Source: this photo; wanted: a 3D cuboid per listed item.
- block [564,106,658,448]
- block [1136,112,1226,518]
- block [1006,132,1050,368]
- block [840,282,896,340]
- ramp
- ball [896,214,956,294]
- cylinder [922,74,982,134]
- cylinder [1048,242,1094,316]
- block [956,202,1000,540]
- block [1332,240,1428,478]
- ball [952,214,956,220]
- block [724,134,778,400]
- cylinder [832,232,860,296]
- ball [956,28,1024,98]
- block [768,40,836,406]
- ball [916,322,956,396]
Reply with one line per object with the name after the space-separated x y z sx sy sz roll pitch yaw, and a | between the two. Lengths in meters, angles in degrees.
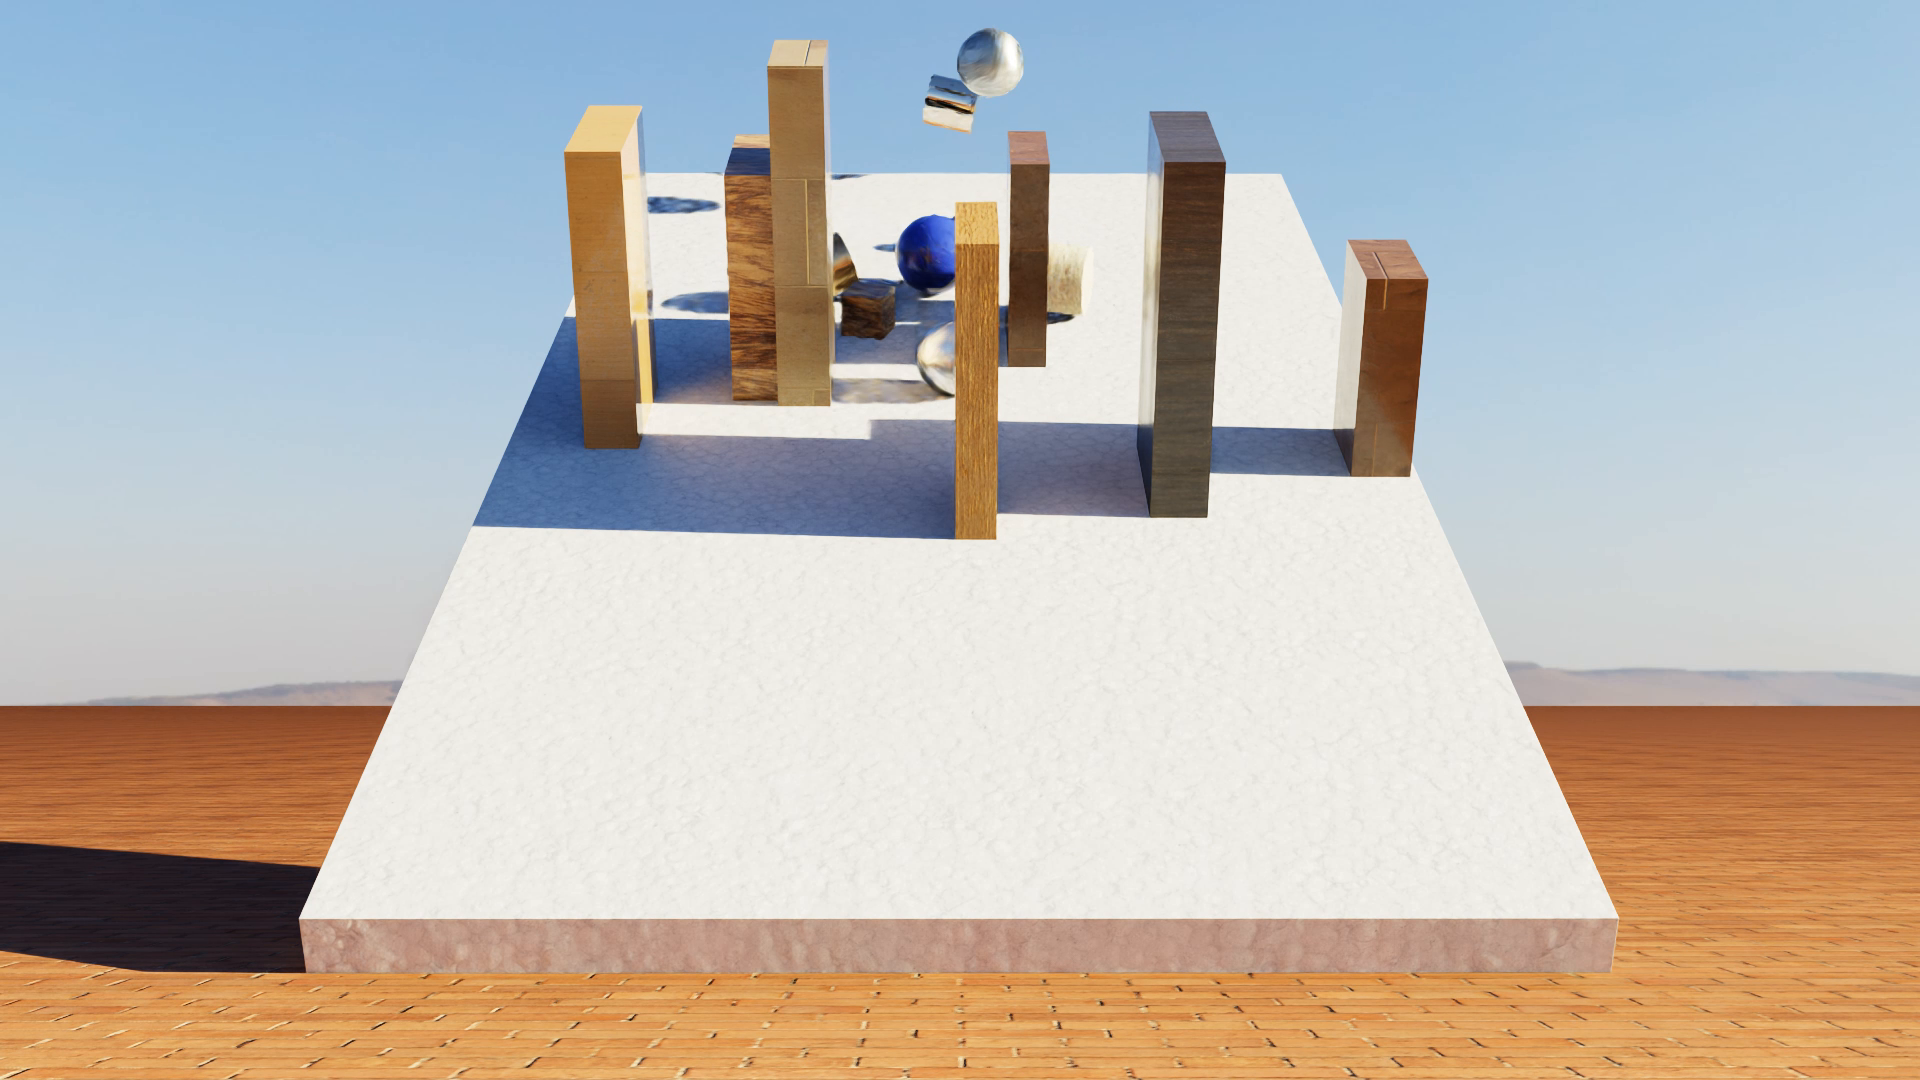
-0.773 -0.589 5.230 0.119 0.676 0.377 0 25 0 | block
0.455 -0.471 4.886 0.120 0.761 0.382 0 25 0 | block
0.162 -0.707 5.690 0.092 0.505 0.290 0 25 0 | block
-0.230 -0.575 5.876 0.107 0.107 0.107 7 26 15 | block
-0.009 -0.229 5.381 2.000 0.100 4.000 0 25 0 | ramp
-0.067 -0.747 6.127 0.205 0.205 0.205 0 -4 0 | ball
-0.023 -1.315 7.066 0.149 0.149 0.149 13 -3 2 | cylinder
0.239 -0.668 5.961 0.175 0.175 0.175 7 -2 11 | cylinder
0.033 -0.344 4.768 0.084 0.629 0.280 0 25 0 | block
0.911 -0.396 5.094 0.129 0.451 0.266 0 25 0 | block
0.018 -0.855 6.473 0.108 0.108 0.108 0 -4 0 | ball
-0.469 -0.642 5.505 0.122 0.542 0.342 0 25 0 | block
-0.359 -0.695 6.037 0.150 0.150 0.150 -25 1 -10 | cylinder
0.087 -1.350 6.628 0.192 0.192 0.192 0 -4 0 | ball
-0.360 -0.723 5.377 0.121 0.797 0.249 0 25 0 | block
-0.016 -0.425 5.477 0.173 0.173 0.173 0 -4 0 | ball
